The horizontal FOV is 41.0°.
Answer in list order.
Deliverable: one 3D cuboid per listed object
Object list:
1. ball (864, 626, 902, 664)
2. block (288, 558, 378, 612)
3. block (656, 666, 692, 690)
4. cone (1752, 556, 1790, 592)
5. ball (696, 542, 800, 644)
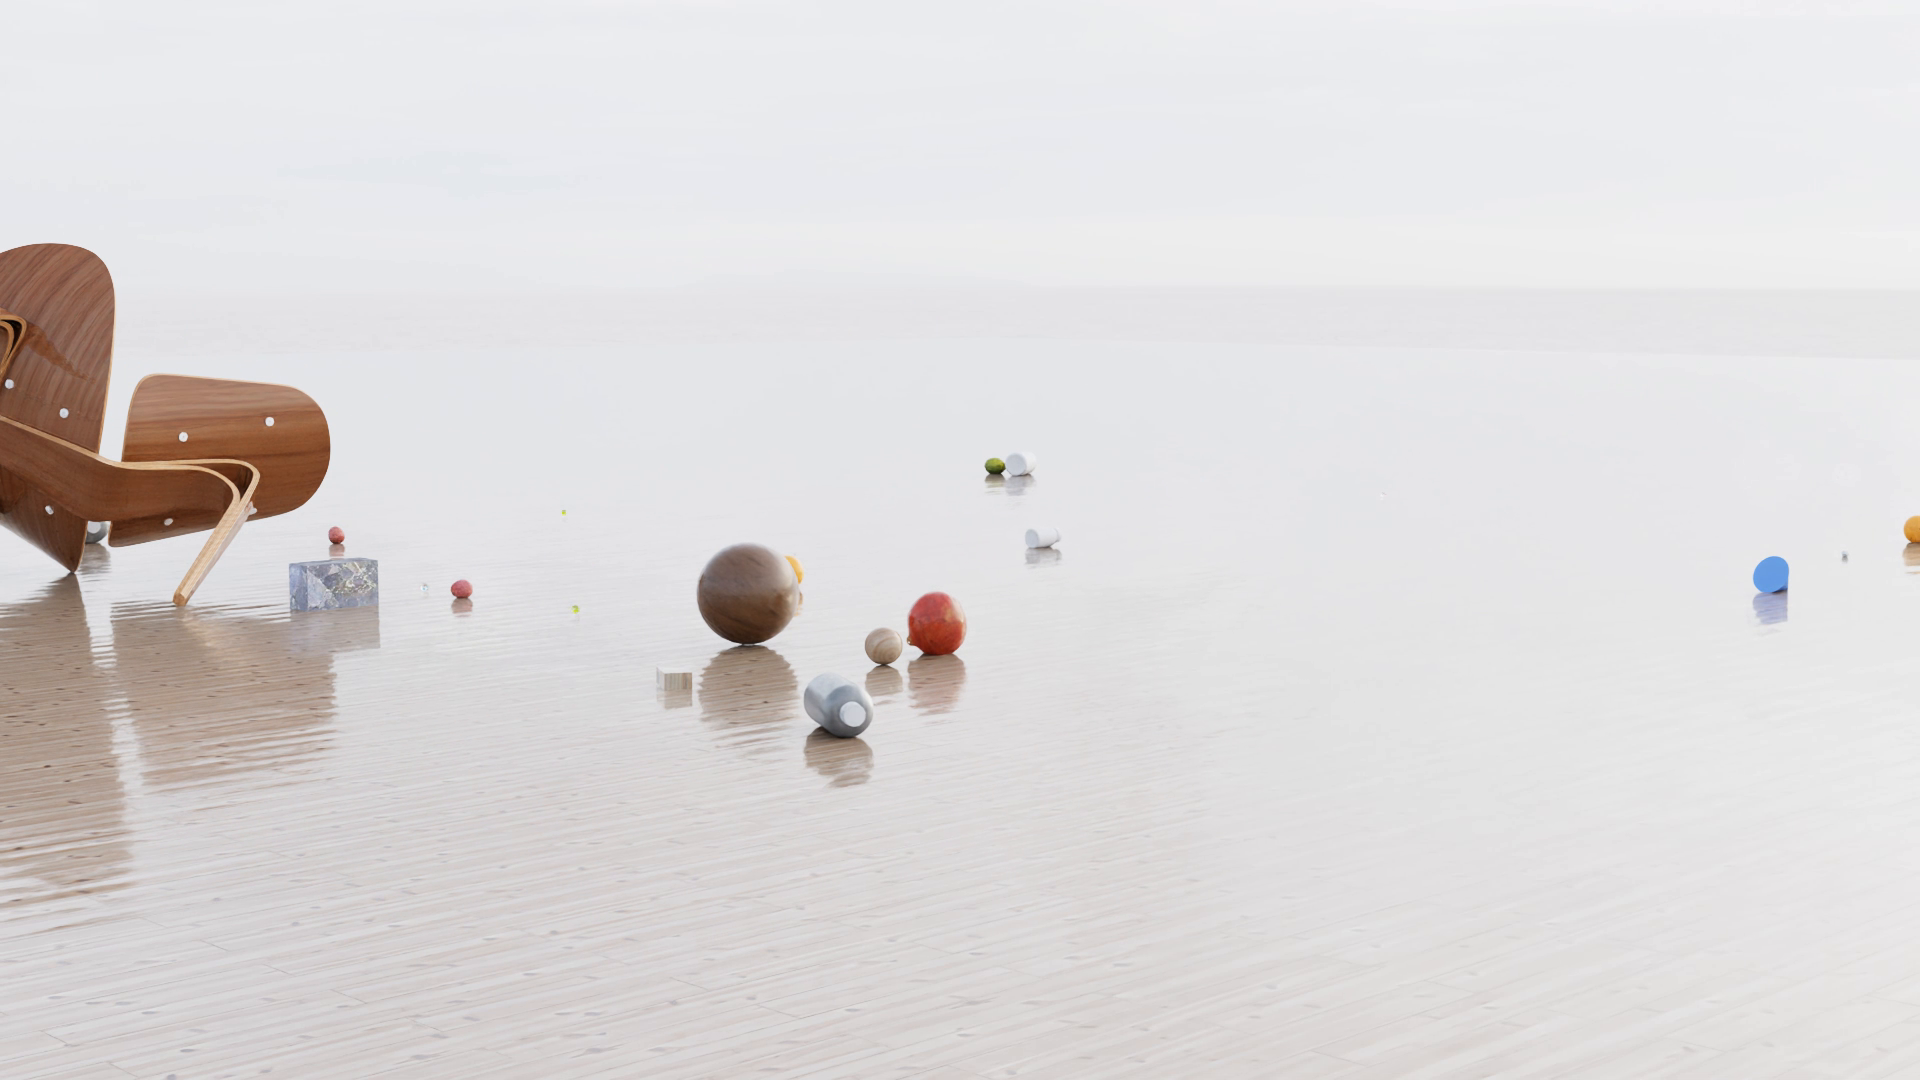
[{"bbox_3d":[-0.130,0.179,4.353,0.065,0.065,0.065,0,6,0],"label":"ball"},{"bbox_3d":[-1.250,0.088,5.122,0.159,0.090,0.071,-6,8,-43],"label":"block"},{"bbox_3d":[-0.460,0.222,4.129,0.045,0.027,0.076,-2,6,-16],"label":"block"},{"bbox_3d":[1.719,0.088,5.381,0.080,0.084,0.079,-5,-27,44],"label":"cone"},{"bbox_3d":[-0.380,0.095,4.590,0.185,0.185,0.185,0,6,0],"label":"ball"}]
